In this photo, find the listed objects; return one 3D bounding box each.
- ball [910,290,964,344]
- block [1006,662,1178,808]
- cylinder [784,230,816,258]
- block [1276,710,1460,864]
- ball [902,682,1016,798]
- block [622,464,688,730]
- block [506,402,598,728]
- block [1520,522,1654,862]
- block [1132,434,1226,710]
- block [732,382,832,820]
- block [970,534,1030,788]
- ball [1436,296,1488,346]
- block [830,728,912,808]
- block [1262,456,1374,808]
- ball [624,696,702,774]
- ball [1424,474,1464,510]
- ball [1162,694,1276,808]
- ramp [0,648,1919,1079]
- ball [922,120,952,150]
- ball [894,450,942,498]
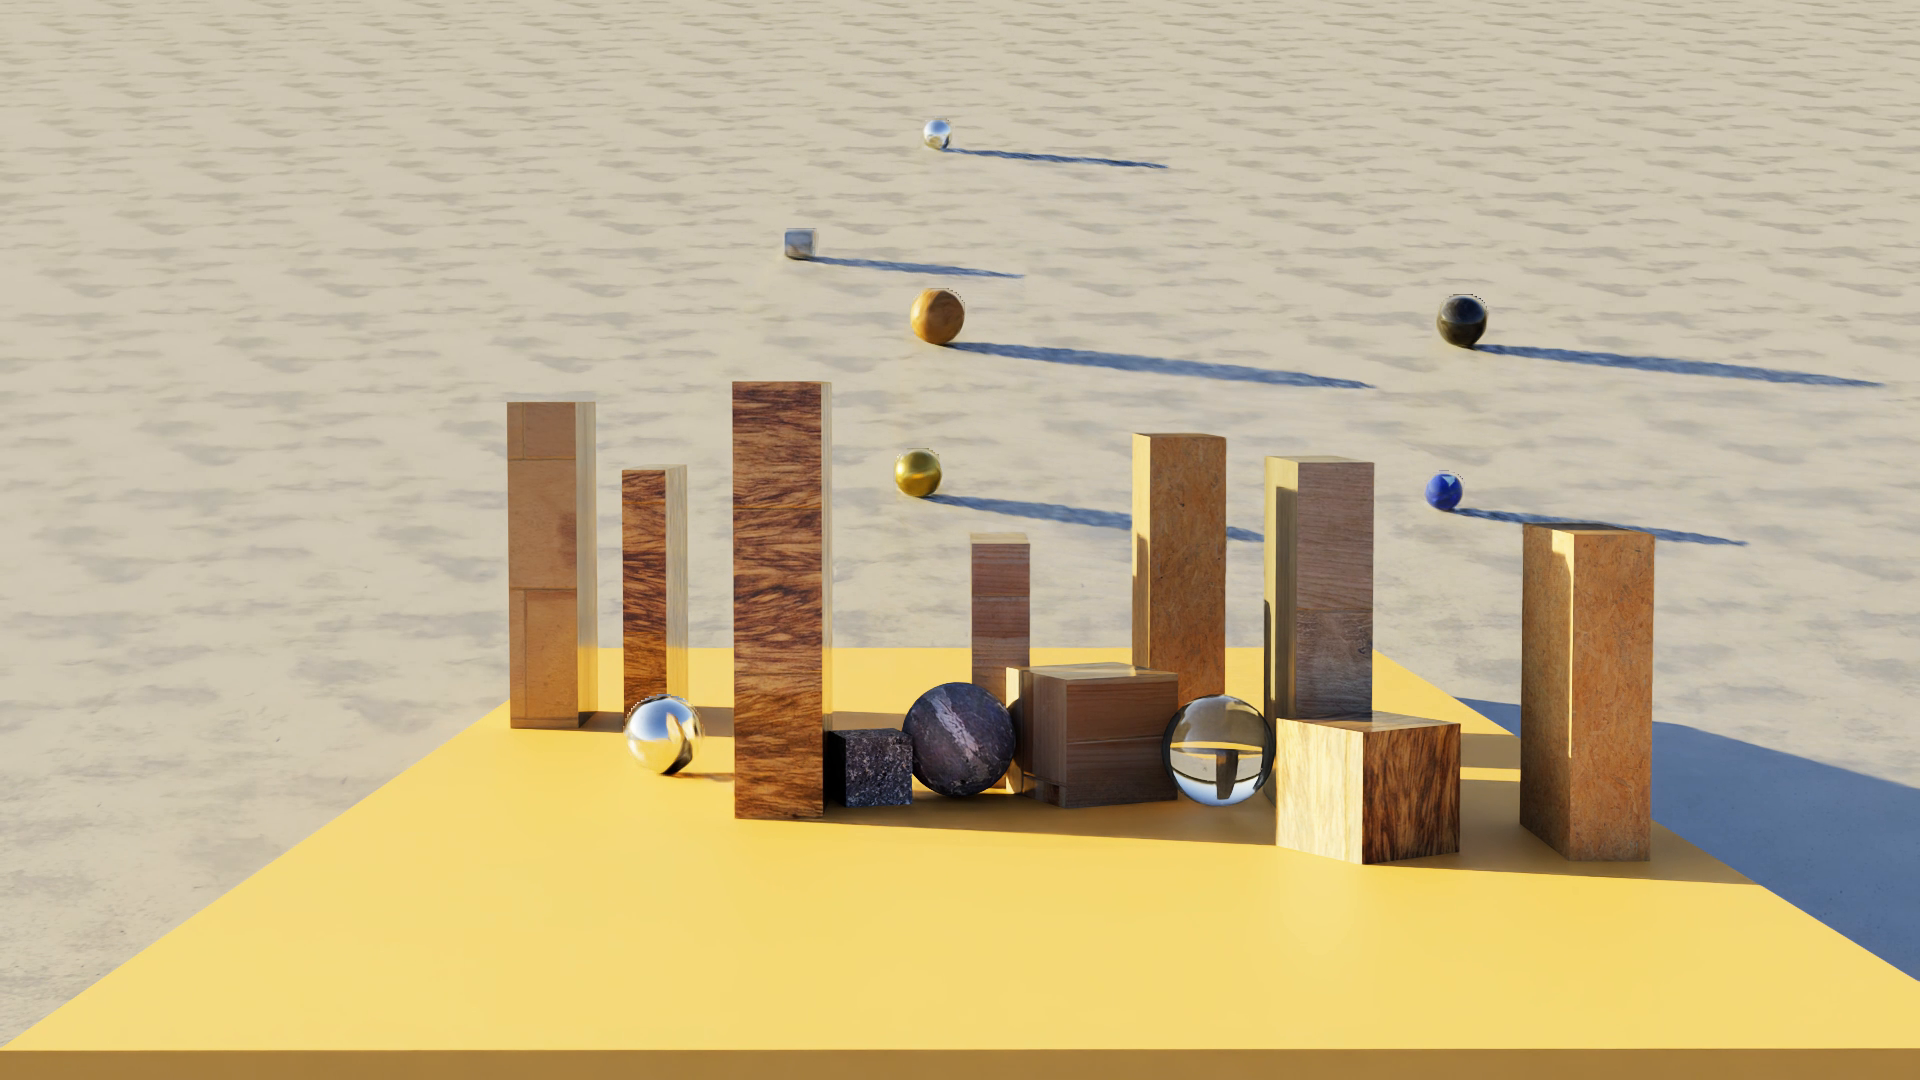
[{"bbox_3d":[-0.083,-0.815,9.382,0.200,0.200,0.200,0,21,0],"label":"ball"},{"bbox_3d":[0.211,0.310,4.125,0.202,0.202,0.202,-2,4,-26],"label":"block"},{"bbox_3d":[-0.656,-1.217,10.563,0.114,0.114,0.114,2,21,5],"label":"cylinder"},{"bbox_3d":[0.577,0.347,3.640,0.182,0.182,0.182,-2,4,-33],"label":"block"},{"bbox_3d":[-0.003,0.319,4.116,0.185,0.185,0.185,0,21,0],"label":"ball"},{"bbox_3d":[-0.604,0.105,5.110,0.083,0.500,0.398,0,3,0],"label":"block"},{"bbox_3d":[-0.803,0.042,5.078,0.132,0.629,0.277,0,3,0],"label":"block"},{"bbox_3d":[0.896,0.209,3.690,0.111,0.452,0.314,0,3,0],"label":"block"},{"bbox_3d":[0.405,0.088,4.797,0.136,0.567,0.441,0,3,0],"label":"block"},{"bbox_3d":[-0.276,0.083,4.047,0.134,0.664,0.326,0,3,0],"label":"block"},{"bbox_3d":[0.066,0.197,4.355,0.095,0.401,0.312,0,3,0],"label":"block"},{"bbox_3d":[1.827,-0.795,9.356,0.184,0.184,0.184,0,21,0],"label":"ball"},{"bbox_3d":[-0.142,0.360,4.074,0.107,0.107,0.107,-1,3,-17],"label":"block"},{"bbox_3d":[0.547,0.148,3.953,0.112,0.545,0.396,0,3,0],"label":"block"},{"bbox_3d":[-0.503,0.332,4.360,0.131,0.131,0.131,0,21,0],"label":"ball"},{"bbox_3d":[1.458,-0.145,7.739,0.113,0.113,0.113,0,21,0],"label":"ball"},{"bbox_3d":[0.403,0.329,4.013,0.177,0.177,0.177,0,21,0],"label":"ball"},{"bbox_3d":[0.048,0.438,4.532,2.000,0.100,4.000,0,3,0],"label":"ramp"},{"bbox_3d":[-0.109,-1.974,12.514,0.147,0.147,0.147,0,21,0],"label":"ball"},{"bbox_3d":[-0.128,-0.203,7.845,0.146,0.146,0.146,0,21,0],"label":"ball"}]
